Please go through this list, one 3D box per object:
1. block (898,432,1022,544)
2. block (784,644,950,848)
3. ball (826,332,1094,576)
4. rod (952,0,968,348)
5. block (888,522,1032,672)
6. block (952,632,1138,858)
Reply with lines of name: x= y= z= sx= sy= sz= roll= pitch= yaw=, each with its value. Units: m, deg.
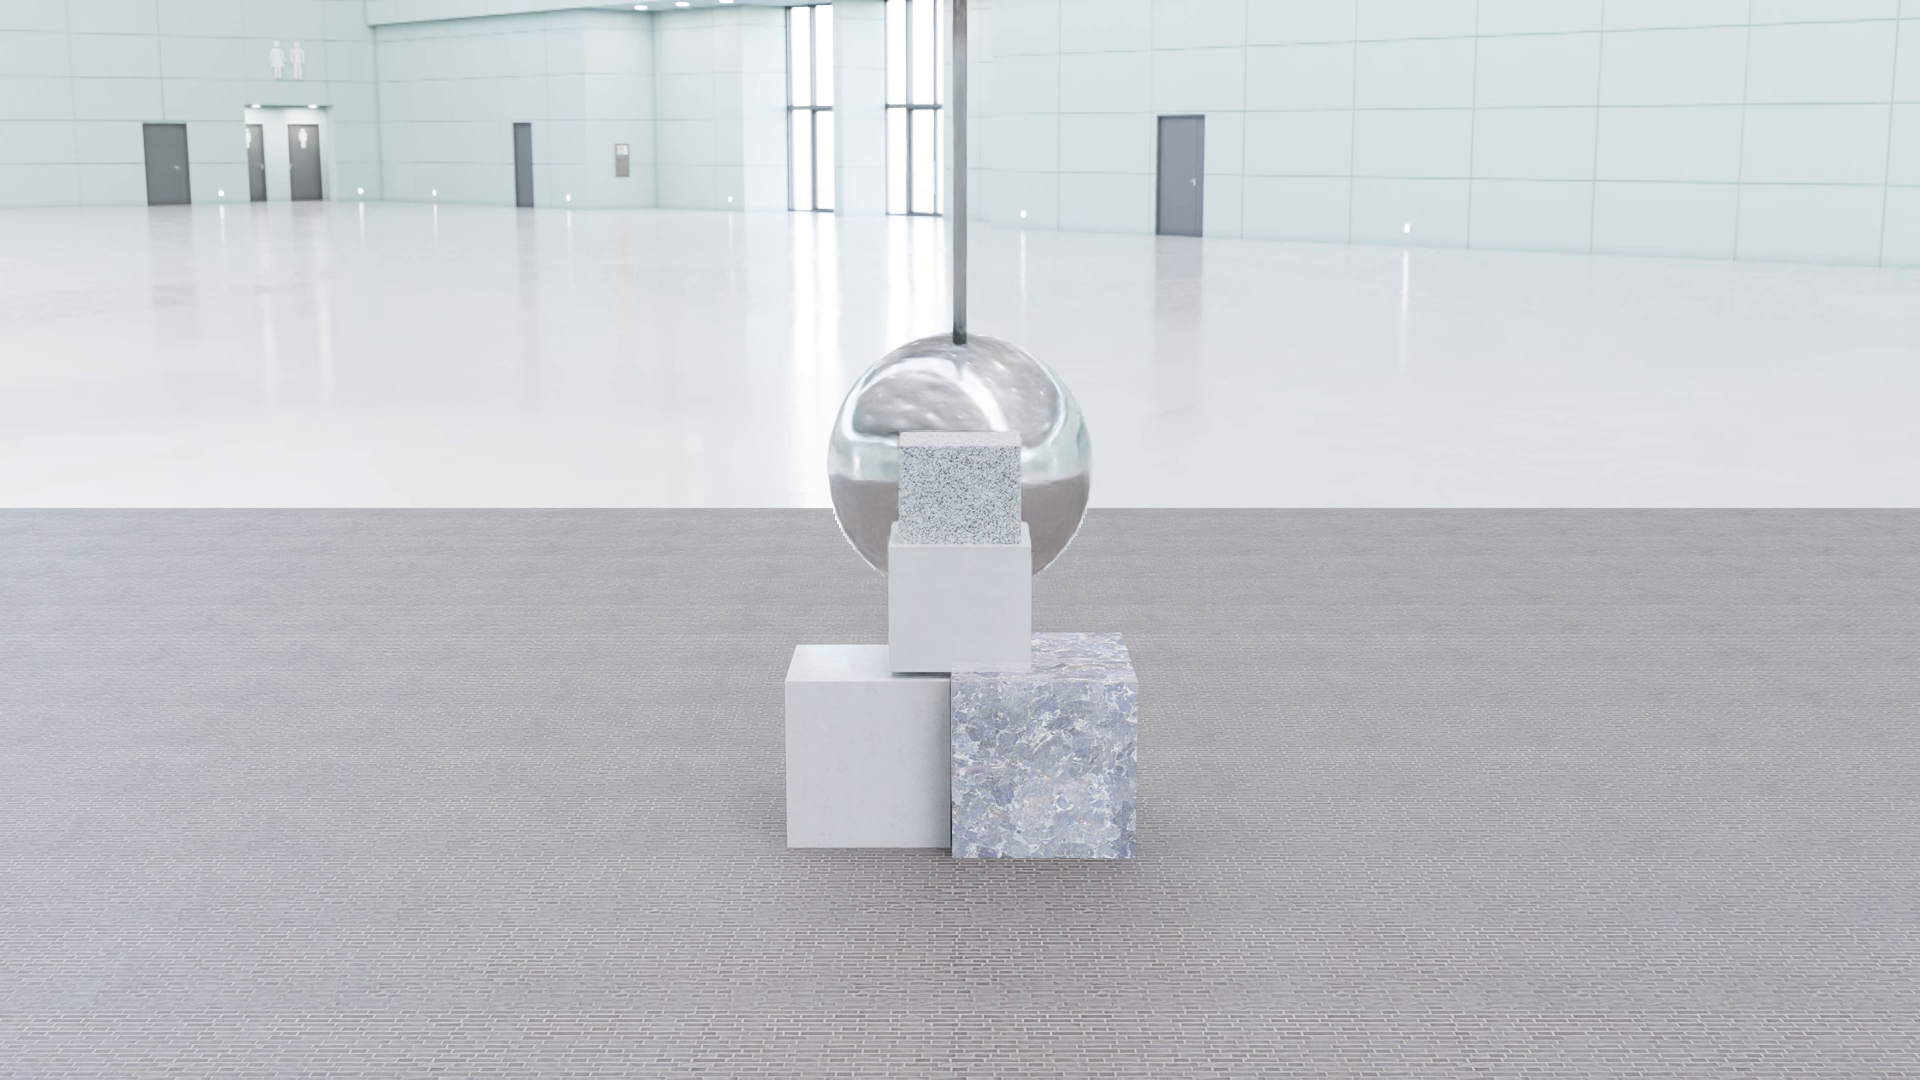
block: x=0.000 y=-0.270 z=11.132 sx=0.605 sy=0.490 sz=0.553 roll=0 pitch=10 yaw=0
block: x=-0.459 y=1.052 z=11.375 sx=0.820 sy=0.860 sz=0.799 roll=0 pitch=10 yaw=0
ball: x=0.000 y=-0.451 z=13.207 sx=1.600 sy=1.600 sz=1.600 roll=0 pitch=10 yaw=0
rod: x=0.000 y=-3.380 z=11.479 sx=0.080 sy=5.200 sz=0.080 roll=0 pitch=31 yaw=0
block: x=0.000 y=0.281 z=11.238 sx=0.707 sy=0.632 sz=0.719 roll=0 pitch=10 yaw=0
block: x=0.415 y=1.037 z=11.354 sx=0.907 sy=0.897 sz=1.098 roll=0 pitch=10 yaw=0
